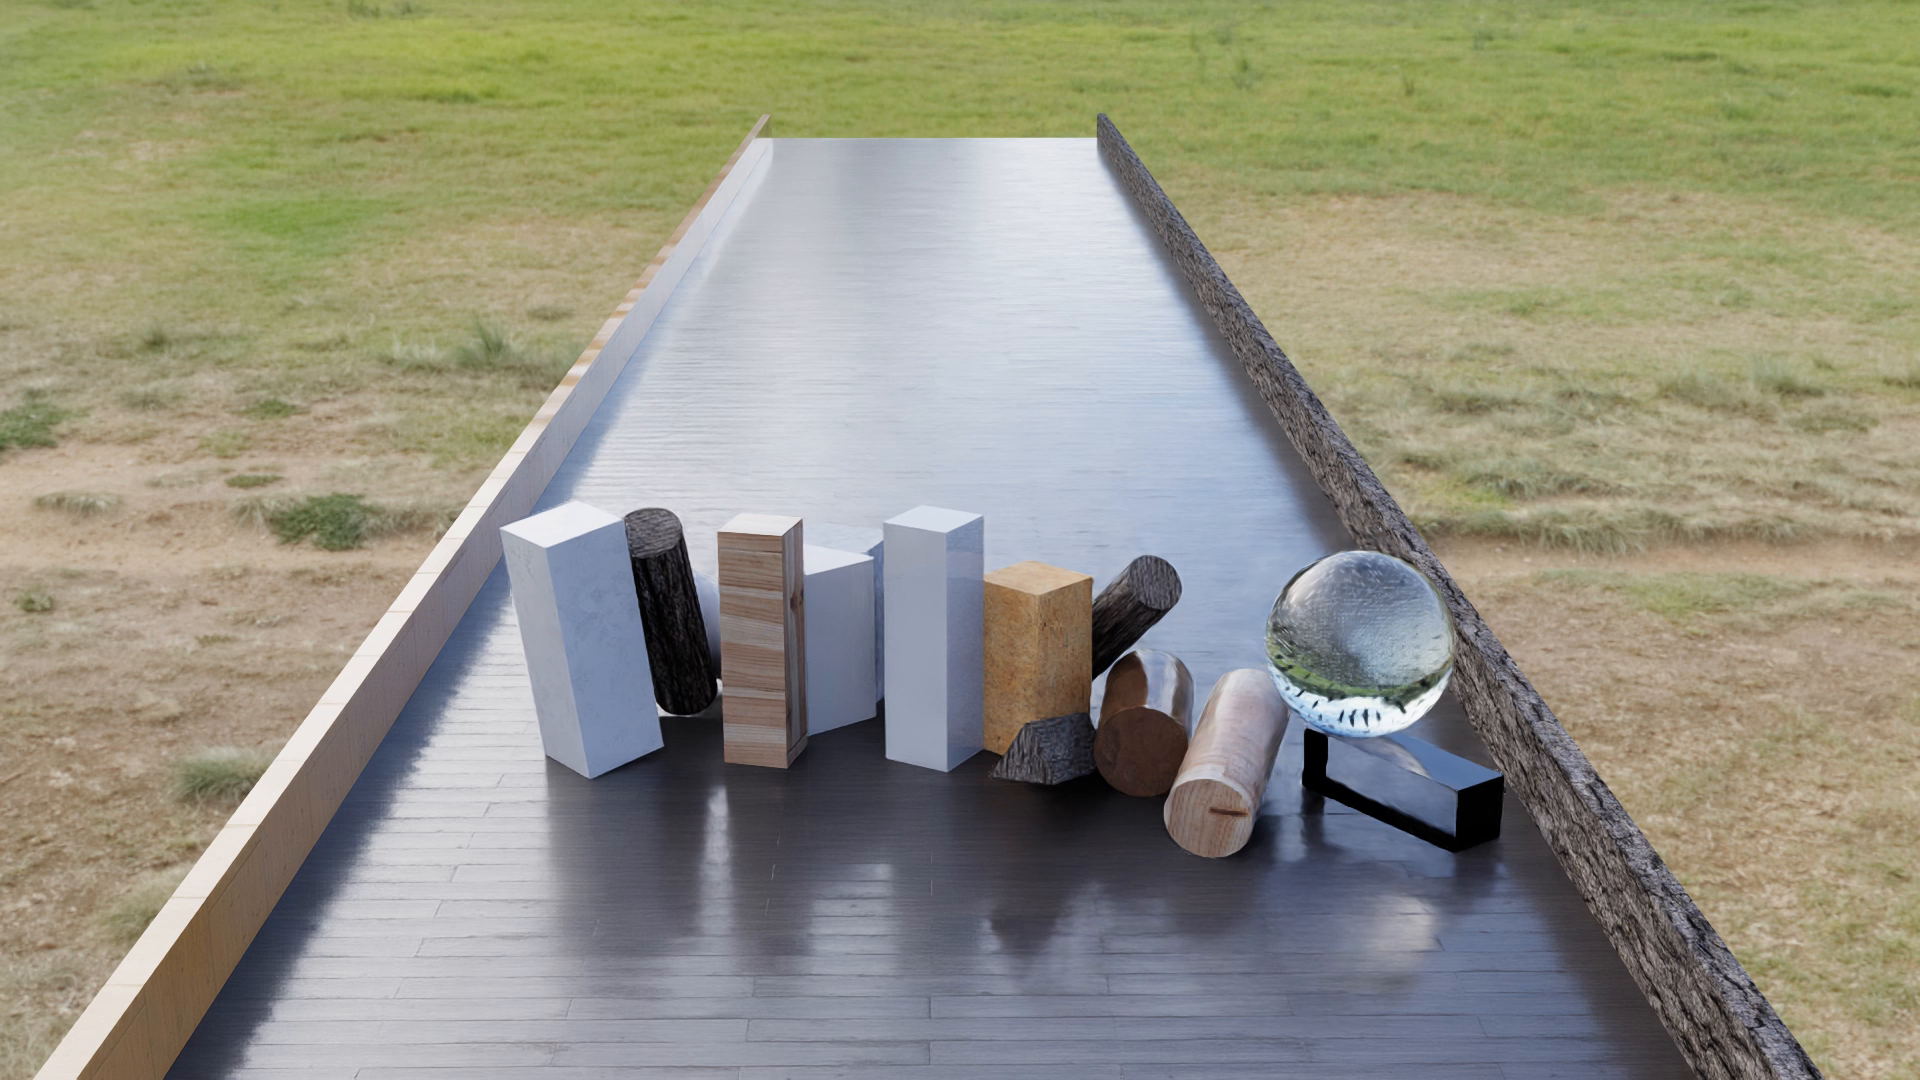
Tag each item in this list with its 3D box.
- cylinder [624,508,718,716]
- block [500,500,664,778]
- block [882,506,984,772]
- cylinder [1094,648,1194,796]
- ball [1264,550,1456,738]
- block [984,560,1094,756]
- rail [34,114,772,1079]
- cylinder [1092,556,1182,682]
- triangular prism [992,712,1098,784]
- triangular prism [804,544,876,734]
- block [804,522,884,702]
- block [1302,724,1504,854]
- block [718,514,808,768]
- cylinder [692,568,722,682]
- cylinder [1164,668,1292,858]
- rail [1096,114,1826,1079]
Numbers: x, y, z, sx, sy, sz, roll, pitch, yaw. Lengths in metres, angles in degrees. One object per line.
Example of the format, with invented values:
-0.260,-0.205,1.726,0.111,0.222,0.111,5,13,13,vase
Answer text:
-0.530,0.136,3.991,0.119,0.449,0.119,-2,48,2,cylinder
-0.659,0.173,3.845,0.154,0.438,0.154,-23,27,-35,block
-0.045,0.173,3.876,0.127,0.438,0.127,10,19,29,block
0.327,0.318,3.873,0.163,0.163,0.301,2,17,7,cylinder
0.671,0.174,3.691,0.317,0.317,0.317,0,17,0,ball
0.130,0.218,3.935,0.150,0.318,0.150,15,22,41,block
-1.118,-0.838,7.780,0.050,0.150,12.000,0,17,-1,rail
0.259,0.171,4.015,0.106,0.106,0.430,-10,-22,-29,cylinder
0.161,0.342,3.688,0.105,0.091,0.422,5,-1,16,triangular prism
-0.257,0.175,4.053,0.156,0.317,0.135,-14,25,-31,triangular prism
-0.229,0.146,4.186,0.167,0.311,0.167,7,18,21,block
0.737,0.403,3.681,0.110,0.110,0.343,-12,20,-34,block
-0.347,0.177,3.880,0.117,0.428,0.117,4,17,14,block
-0.557,0.123,4.202,0.383,0.164,0.164,30,7,-21,cylinder
0.450,0.365,3.663,0.144,0.144,0.396,5,24,16,cylinder
0.932,-0.844,7.801,0.050,0.150,12.000,0,17,-1,rail
